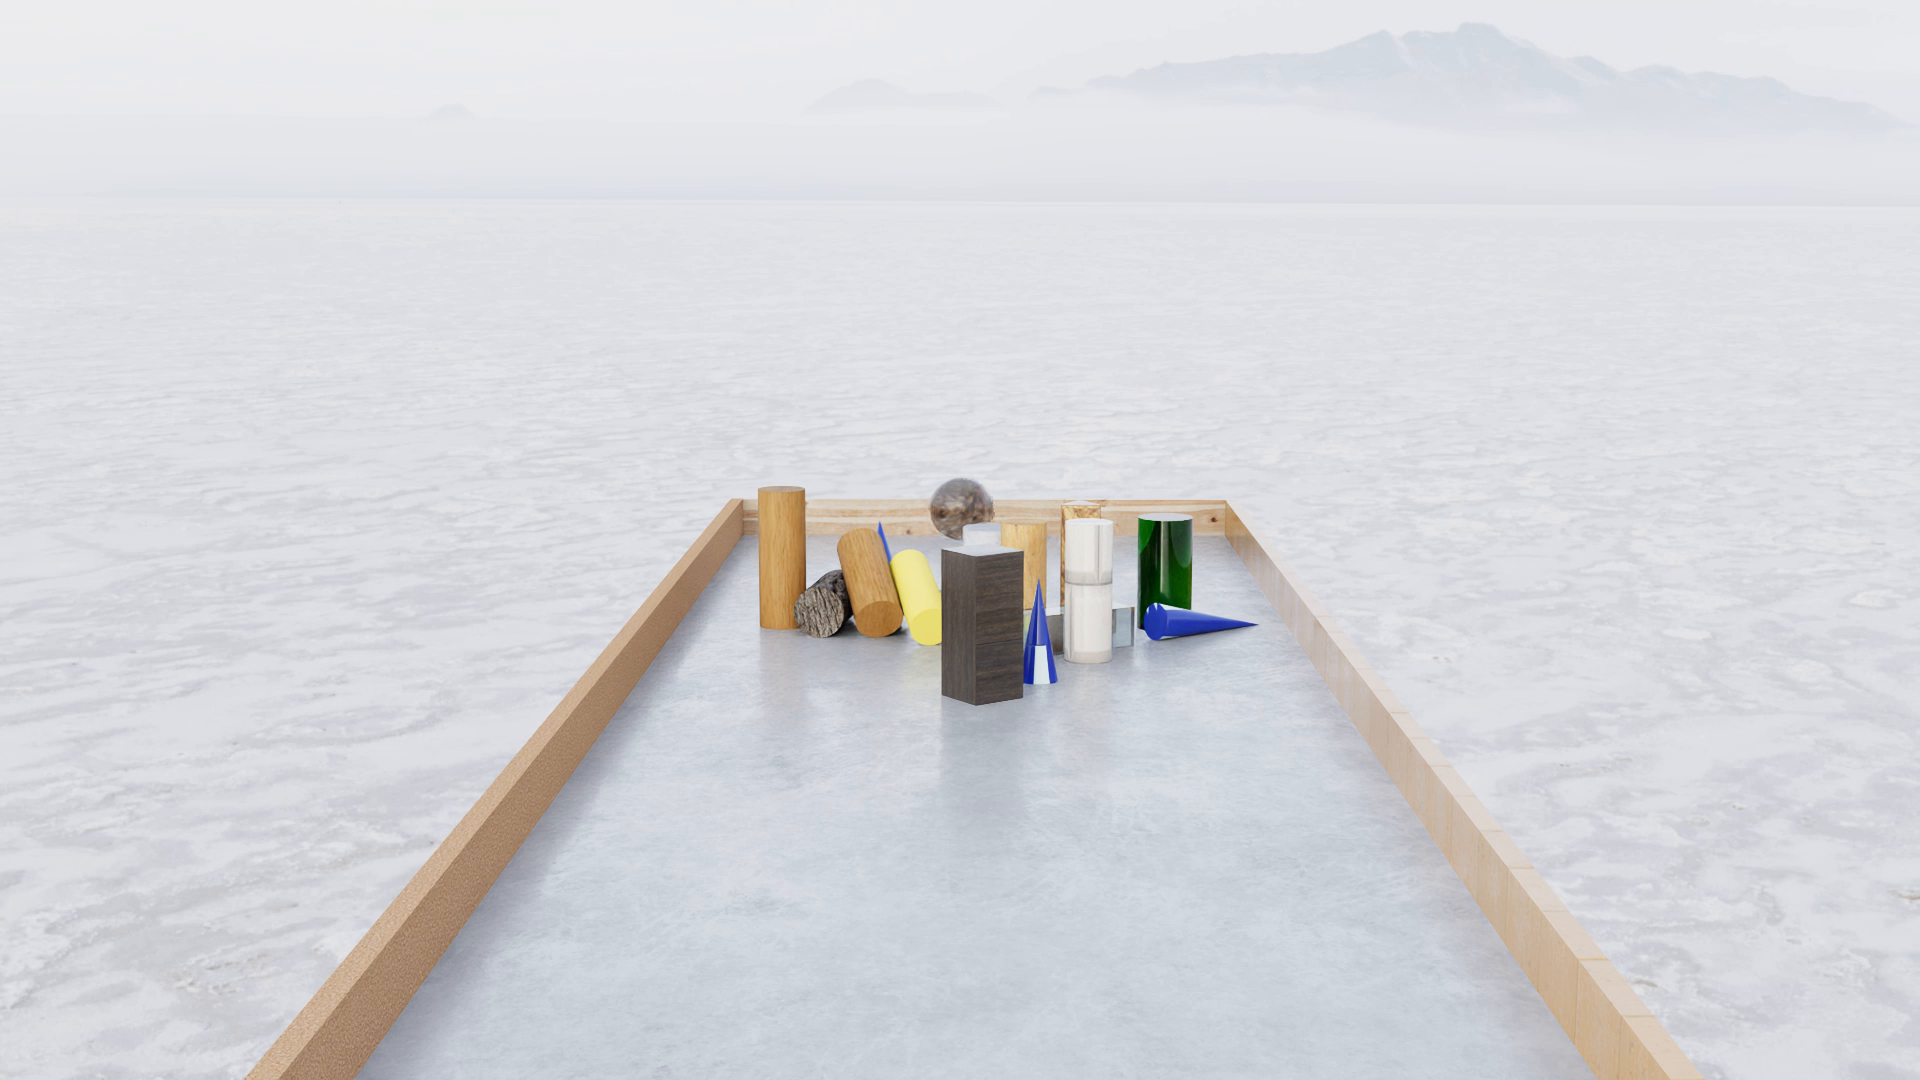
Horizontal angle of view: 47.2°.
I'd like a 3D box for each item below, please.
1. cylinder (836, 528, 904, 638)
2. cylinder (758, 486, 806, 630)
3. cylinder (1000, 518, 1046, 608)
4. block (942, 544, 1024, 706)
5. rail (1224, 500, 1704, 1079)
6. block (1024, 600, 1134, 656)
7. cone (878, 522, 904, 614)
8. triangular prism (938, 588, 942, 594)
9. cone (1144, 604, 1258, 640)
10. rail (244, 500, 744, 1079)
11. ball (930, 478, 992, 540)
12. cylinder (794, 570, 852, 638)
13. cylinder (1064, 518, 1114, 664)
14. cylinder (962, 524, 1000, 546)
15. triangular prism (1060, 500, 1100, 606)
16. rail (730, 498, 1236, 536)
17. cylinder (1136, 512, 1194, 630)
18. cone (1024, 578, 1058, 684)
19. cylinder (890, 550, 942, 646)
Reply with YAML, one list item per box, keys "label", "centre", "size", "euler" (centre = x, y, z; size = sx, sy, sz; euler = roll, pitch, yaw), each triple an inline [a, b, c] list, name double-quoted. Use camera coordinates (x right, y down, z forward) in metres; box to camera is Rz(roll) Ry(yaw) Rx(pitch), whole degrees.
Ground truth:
- label: "cylinder"
  centre: [-0.293, 0.136, 7.130]
  size: [0.154, 0.154, 0.369]
  euler: [-2, 39, -13]
- label: "cylinder"
  centre: [-0.582, 0.057, 7.204]
  size: [0.155, 0.452, 0.155]
  euler: [0, 9, 0]
- label: "cylinder"
  centre: [0.200, 0.135, 6.915]
  size: [0.144, 0.389, 0.144]
  euler: [0, 9, 0]
- label: "block"
  centre: [0.063, 0.235, 6.184]
  size: [0.165, 0.420, 0.165]
  euler: [-6, 11, -35]
- label: "rail"
  centre: [1.046, 0.843, 3.208]
  size: [0.050, 0.150, 12.000]
  euler: [0, 9, 1]
- label: "block"
  centre: [0.354, 0.276, 6.863]
  size: [0.370, 0.127, 0.127]
  euler: [-5, 10, -27]
- label: "cone"
  centre: [-0.257, 0.079, 7.340]
  size: [0.154, 0.354, 0.154]
  euler: [-4, -33, -3]
- label: "triangular prism"
  centre: [-0.086, 0.201, 7.289]
  size: [0.155, 0.135, 0.320]
  euler: [-1, 9, -7]
- label: "cone"
  centre: [0.805, 0.269, 7.123]
  size: [0.447, 0.118, 0.118]
  euler: [3, 6, -35]
- label: "rail"
  centre: [-1.004, 0.839, 3.234]
  size: [0.050, 0.150, 12.000]
  euler: [0, 9, 1]
- label: "ball"
  centre: [0.003, -0.128, 8.987]
  size: [0.259, 0.259, 0.259]
  euler: [0, 9, 0]
- label: "cylinder"
  centre: [-0.426, 0.205, 7.191]
  size: [0.164, 0.164, 0.342]
  euler: [1, 9, 8]
- label: "cylinder"
  centre: [0.390, 0.155, 6.674]
  size: [0.145, 0.425, 0.145]
  euler: [0, 9, 0]
- label: "cylinder"
  centre: [0.096, 0.122, 7.175]
  size: [0.176, 0.331, 0.176]
  euler: [0, 10, 0]
- label: "triangular prism"
  centre: [0.392, 0.078, 7.219]
  size: [0.128, 0.407, 0.111]
  euler: [0, 9, 1]
- label: "rail"
  centre: [0.099, -0.098, 9.147]
  size: [2.100, 0.150, 0.050]
  euler: [0, 9, 1]
- label: "cylinder"
  centre: [0.669, 0.105, 7.181]
  size: [0.180, 0.365, 0.180]
  euler: [0, 9, 0]
- label: "cone"
  centre: [0.228, 0.258, 6.399]
  size: [0.116, 0.308, 0.116]
  euler: [0, 9, 0]
- label: "cylinder"
  centre: [-0.130, 0.181, 7.057]
  size: [0.132, 0.132, 0.394]
  euler: [-2, 28, -12]
